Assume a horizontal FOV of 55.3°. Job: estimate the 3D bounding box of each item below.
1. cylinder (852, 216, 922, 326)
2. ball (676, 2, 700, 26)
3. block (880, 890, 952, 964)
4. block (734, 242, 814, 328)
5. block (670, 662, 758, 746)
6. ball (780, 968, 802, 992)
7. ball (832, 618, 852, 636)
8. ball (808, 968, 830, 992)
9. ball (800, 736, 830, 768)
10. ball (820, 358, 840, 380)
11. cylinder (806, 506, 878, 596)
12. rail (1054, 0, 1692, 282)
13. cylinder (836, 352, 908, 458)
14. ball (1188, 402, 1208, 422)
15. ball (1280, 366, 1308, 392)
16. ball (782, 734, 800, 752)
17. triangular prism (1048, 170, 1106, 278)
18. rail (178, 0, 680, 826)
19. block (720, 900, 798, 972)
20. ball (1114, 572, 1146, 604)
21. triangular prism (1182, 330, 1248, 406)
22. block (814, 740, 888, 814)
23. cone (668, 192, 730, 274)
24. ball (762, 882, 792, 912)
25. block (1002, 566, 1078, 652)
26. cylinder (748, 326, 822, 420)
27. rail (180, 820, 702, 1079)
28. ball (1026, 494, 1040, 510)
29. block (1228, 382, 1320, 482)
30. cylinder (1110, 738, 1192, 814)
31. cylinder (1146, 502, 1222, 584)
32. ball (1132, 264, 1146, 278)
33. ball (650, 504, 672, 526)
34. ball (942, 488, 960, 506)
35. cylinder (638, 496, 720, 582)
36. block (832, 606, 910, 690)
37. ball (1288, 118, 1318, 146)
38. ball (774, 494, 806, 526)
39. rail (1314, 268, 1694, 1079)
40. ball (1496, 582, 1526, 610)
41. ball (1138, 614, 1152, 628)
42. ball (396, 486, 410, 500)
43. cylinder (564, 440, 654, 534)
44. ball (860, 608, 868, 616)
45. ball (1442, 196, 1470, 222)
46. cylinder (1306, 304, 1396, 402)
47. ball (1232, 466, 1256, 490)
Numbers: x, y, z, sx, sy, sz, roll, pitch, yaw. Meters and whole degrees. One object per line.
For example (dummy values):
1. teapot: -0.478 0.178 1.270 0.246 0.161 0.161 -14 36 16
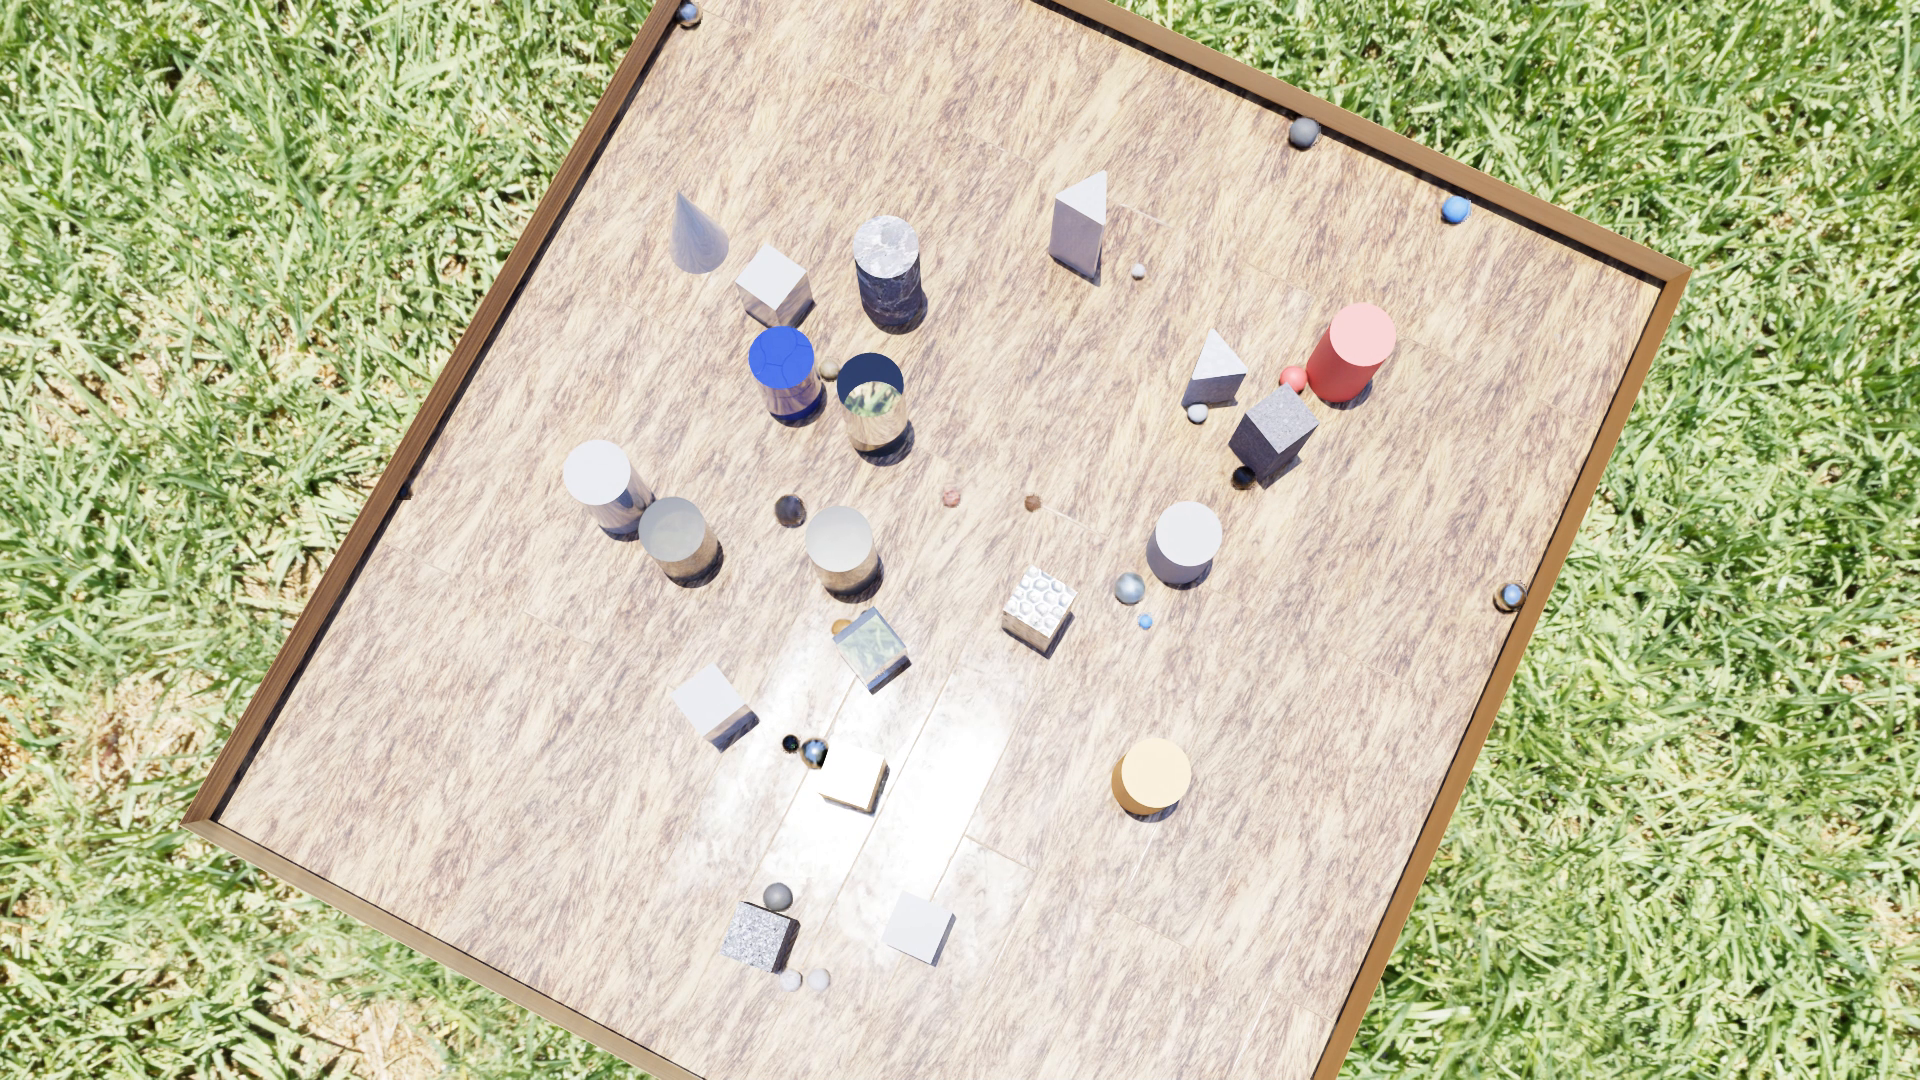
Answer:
1. cylinder: -0.216 -0.810 5.558 0.193 0.443 0.193 0 78 0
2. ball: -0.880 -1.702 5.930 0.076 0.076 0.076 0 78 0
3. block: -0.122 1.108 5.256 0.154 0.256 0.154 23 79 5
4. block: -0.570 -0.767 5.641 0.154 0.263 0.154 36 81 7
5. block: -0.718 0.483 5.359 0.154 0.309 0.154 -38 81 -7
6. ball: -0.492 1.277 5.320 0.064 0.064 0.064 0 78 0
7. ball: -0.353 0.271 5.525 0.070 0.070 0.070 0 78 0
8. ball: -0.410 1.275 5.318 0.067 0.067 0.067 0 78 0
9. ball: -0.430 0.631 5.438 0.094 0.094 0.094 0 78 0
10. ball: -0.407 -0.531 5.694 0.063 0.063 0.063 0 78 0
11. cylinder: -0.345 0.036 5.409 0.193 0.393 0.193 0 78 0
12. rail: 0.784 -1.528 5.868 3.297 0.125 0.045 26 80 5
13. cylinder: -0.257 -0.397 5.463 0.193 0.462 0.193 0 78 0
14. ball: 0.736 -0.396 5.666 0.064 0.064 0.064 0 78 0
15. ball: 1.033 -0.498 5.677 0.084 0.084 0.084 0 78 0
16. ball: -0.505 0.607 5.463 0.055 0.055 0.055 0 78 0
17. triangular prism: 0.388 -0.976 5.584 0.167 0.459 0.145 31 80 6
18. rail: -1.453 -0.705 5.697 0.045 0.125 3.552 26 80 5
19. block: -0.576 1.137 5.255 0.154 0.247 0.154 20 79 4
20. ball: 0.514 0.143 5.539 0.095 0.095 0.095 0 78 0
21. triangular prism: 0.760 -0.529 5.578 0.167 0.290 0.145 -8 78 -2
22. block: -0.314 0.691 5.338 0.154 0.266 0.154 18 79 4
23. cone: -0.828 -0.980 5.589 0.193 0.450 0.193 0 78 0
24. ball: -0.535 1.043 5.358 0.084 0.084 0.084 0 78 0
25. block: 0.230 0.207 5.410 0.154 0.321 0.154 31 80 6
26. cylinder: -0.524 -0.500 5.542 0.193 0.348 0.193 0 78 0
27. rail: -0.784 1.542 5.232 3.297 0.125 0.045 26 80 5
28. ball: 0.223 -0.115 5.616 0.047 0.047 0.047 0 78 0
29. block: 0.937 -0.318 5.495 0.154 0.366 0.154 -36 81 -7
30. cylinder: 0.547 0.685 5.284 0.193 0.373 0.193 0 78 0
31. cylinder: 0.665 0.011 5.464 0.193 0.294 0.193 0 78 0
32. ball: 0.563 -0.846 5.769 0.044 0.044 0.044 0 78 0
33. ball: -0.911 -0.075 5.598 0.066 0.066 0.066 0 78 0
34. ball: -0.027 -0.130 5.617 0.053 0.053 0.053 0 78 0
35. cylinder: -0.833 0.001 5.453 0.193 0.320 0.193 0 78 0
36. block: -0.262 0.322 5.420 0.154 0.255 0.154 -38 81 -7
37. ball: 1.095 -1.300 5.839 0.091 0.091 0.091 0 78 0
38. ball: -0.519 -0.092 5.586 0.097 0.097 0.097 0 78 0
39. rail: 1.453 0.718 5.403 0.045 0.125 3.552 26 80 5
40. ball: 1.663 0.170 5.536 0.089 0.089 0.089 0 78 0
41. ball: 0.561 0.247 5.544 0.041 0.041 0.041 0 78 0
42. ball: -1.710 -0.147 5.625 0.044 0.044 0.044 0 78 0
43. cylinder: -1.041 -0.154 5.445 0.193 0.397 0.193 0 78 0
44. ball: -0.281 0.229 5.548 0.041 0.041 0.041 0 78 0
45. ball: 1.566 -1.046 5.791 0.082 0.082 0.082 0 78 0
46. cylinder: 1.176 -0.561 5.536 0.193 0.385 0.193 0 78 0
47. ball: 0.869 -0.192 5.620 0.072 0.072 0.072 0 78 0
